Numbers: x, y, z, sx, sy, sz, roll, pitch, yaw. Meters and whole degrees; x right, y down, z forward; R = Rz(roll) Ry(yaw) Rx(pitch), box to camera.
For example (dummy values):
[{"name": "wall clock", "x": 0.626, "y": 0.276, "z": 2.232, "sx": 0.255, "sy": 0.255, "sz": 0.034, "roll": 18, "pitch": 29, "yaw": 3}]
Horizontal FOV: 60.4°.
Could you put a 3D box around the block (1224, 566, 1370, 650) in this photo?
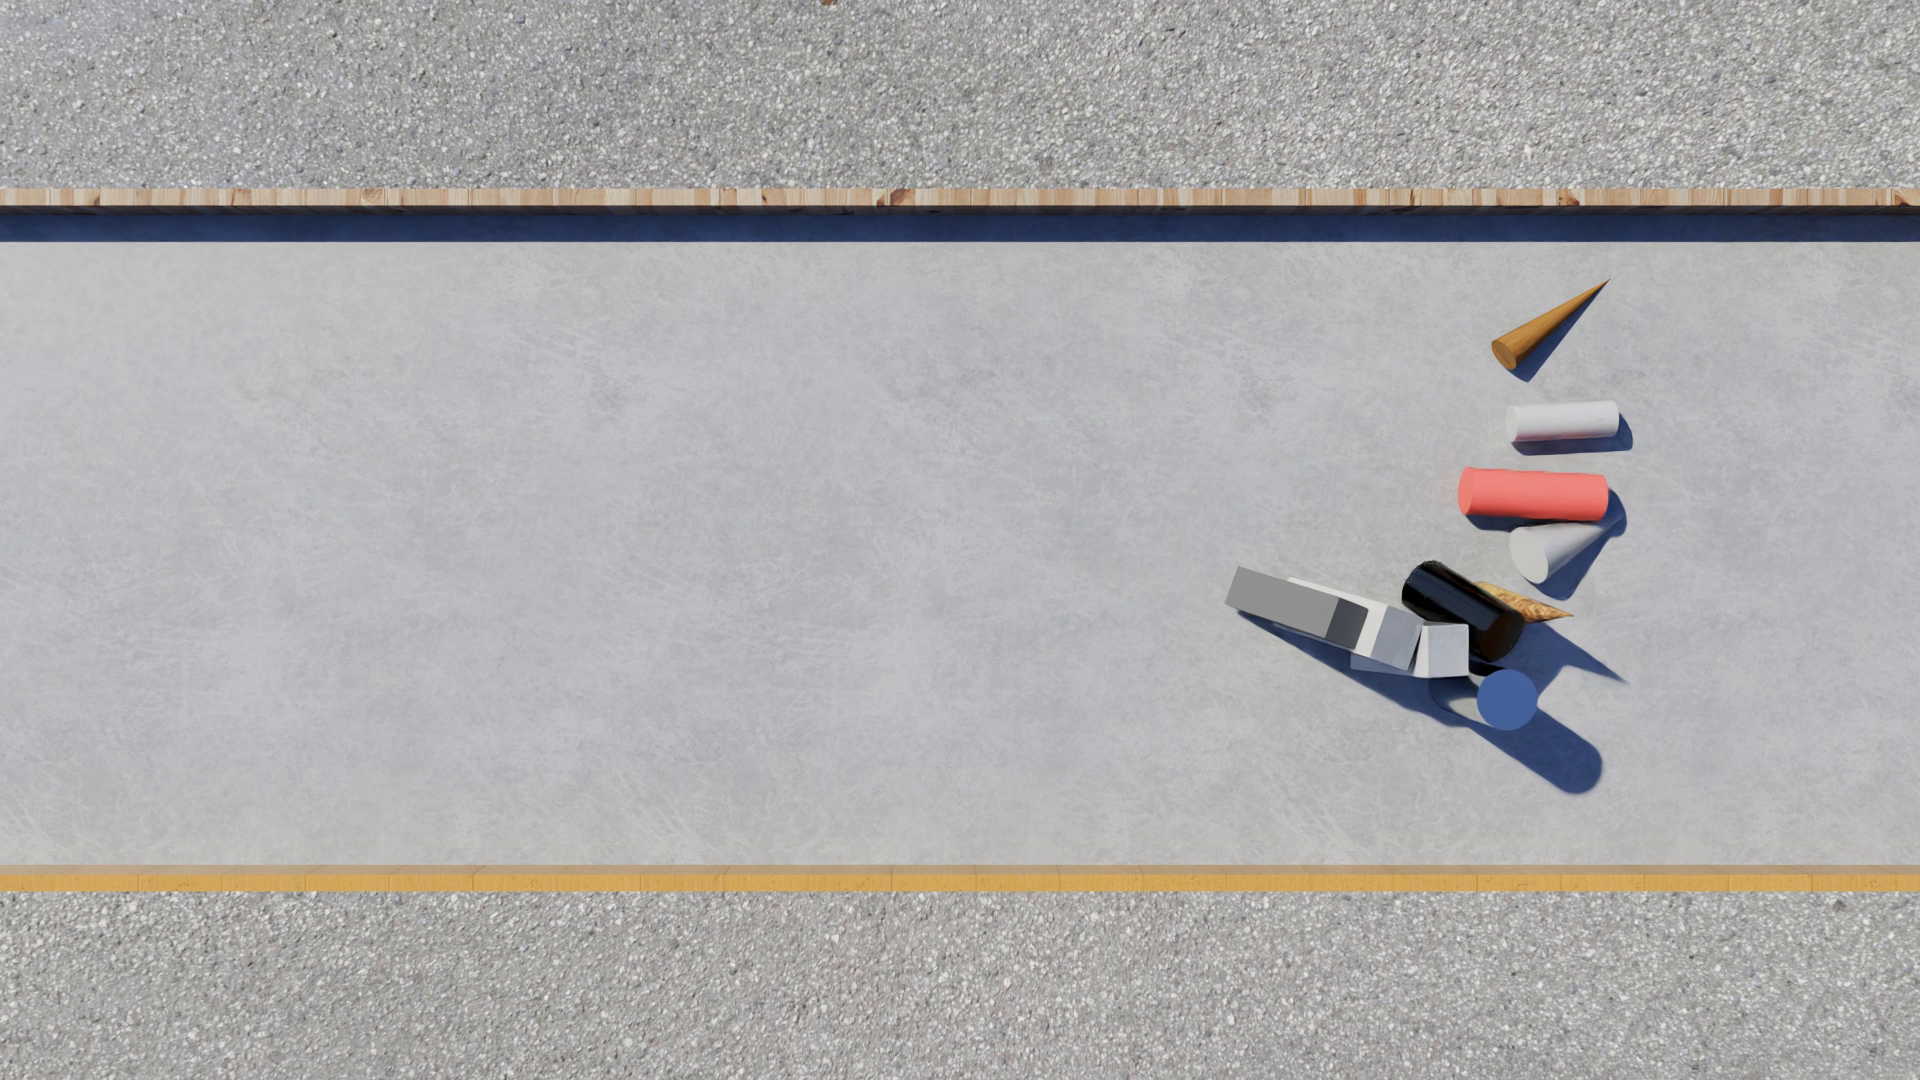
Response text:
[{"name": "block", "x": 0.984, "y": 0.195, "z": 4.851, "sx": 0.123, "sy": 0.453, "sz": 0.123, "roll": 20, "pitch": 90, "yaw": -31}]

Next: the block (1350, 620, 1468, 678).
[{"name": "block", "x": 1.328, "y": 0.317, "z": 4.887, "sx": 0.148, "sy": 0.348, "sz": 0.148, "roll": -1, "pitch": 91, "yaw": -25}]

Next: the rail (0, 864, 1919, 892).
[{"name": "rail", "x": -2.247, "y": 1.025, "z": 5.001, "sx": 12.000, "sy": 0.150, "sz": 0.050, "roll": 0, "pitch": 90, "yaw": 0}]

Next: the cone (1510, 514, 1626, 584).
[{"name": "cone", "x": 1.884, "y": -0.015, "z": 5.033, "sx": 0.364, "sy": 0.179, "sz": 0.179, "roll": -21, "pitch": 90, "yaw": -14}]

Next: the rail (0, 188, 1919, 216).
[{"name": "rail", "x": -2.247, "y": -1.025, "z": 5.002, "sx": 12.000, "sy": 0.150, "sz": 0.050, "roll": 0, "pitch": 90, "yaw": 0}]

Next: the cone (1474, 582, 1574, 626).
[{"name": "cone", "x": 1.666, "y": 0.210, "z": 4.854, "sx": 0.161, "sy": 0.414, "sz": 0.161, "roll": 0, "pitch": 91, "yaw": -20}]

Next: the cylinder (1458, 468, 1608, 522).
[{"name": "cylinder", "x": 1.736, "y": -0.139, "z": 5.005, "sx": 0.406, "sy": 0.144, "sz": 0.144, "roll": 3, "pitch": 90, "yaw": 0}]

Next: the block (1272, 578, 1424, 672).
[{"name": "block", "x": 1.138, "y": 0.243, "z": 4.856, "sx": 0.158, "sy": 0.419, "sz": 0.158, "roll": 19, "pitch": 90, "yaw": -31}]

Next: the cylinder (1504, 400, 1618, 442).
[{"name": "cylinder", "x": 1.830, "y": -0.361, "z": 5.021, "sx": 0.306, "sy": 0.112, "sz": 0.112, "roll": -3, "pitch": 90, "yaw": 0}]

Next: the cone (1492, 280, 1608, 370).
[{"name": "cone", "x": 1.830, "y": -0.685, "z": 5.050, "sx": 0.427, "sy": 0.106, "sz": 0.106, "roll": -35, "pitch": 90, "yaw": -7}]

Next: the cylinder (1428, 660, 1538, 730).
[{"name": "cylinder", "x": 1.532, "y": 0.448, "z": 4.851, "sx": 0.172, "sy": 0.448, "sz": 0.172, "roll": 0, "pitch": 90, "yaw": -1}]

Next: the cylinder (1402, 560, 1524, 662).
[{"name": "cylinder", "x": 1.490, "y": 0.208, "z": 4.900, "sx": 0.173, "sy": 0.321, "sz": 0.173, "roll": -18, "pitch": 126, "yaw": -26}]
